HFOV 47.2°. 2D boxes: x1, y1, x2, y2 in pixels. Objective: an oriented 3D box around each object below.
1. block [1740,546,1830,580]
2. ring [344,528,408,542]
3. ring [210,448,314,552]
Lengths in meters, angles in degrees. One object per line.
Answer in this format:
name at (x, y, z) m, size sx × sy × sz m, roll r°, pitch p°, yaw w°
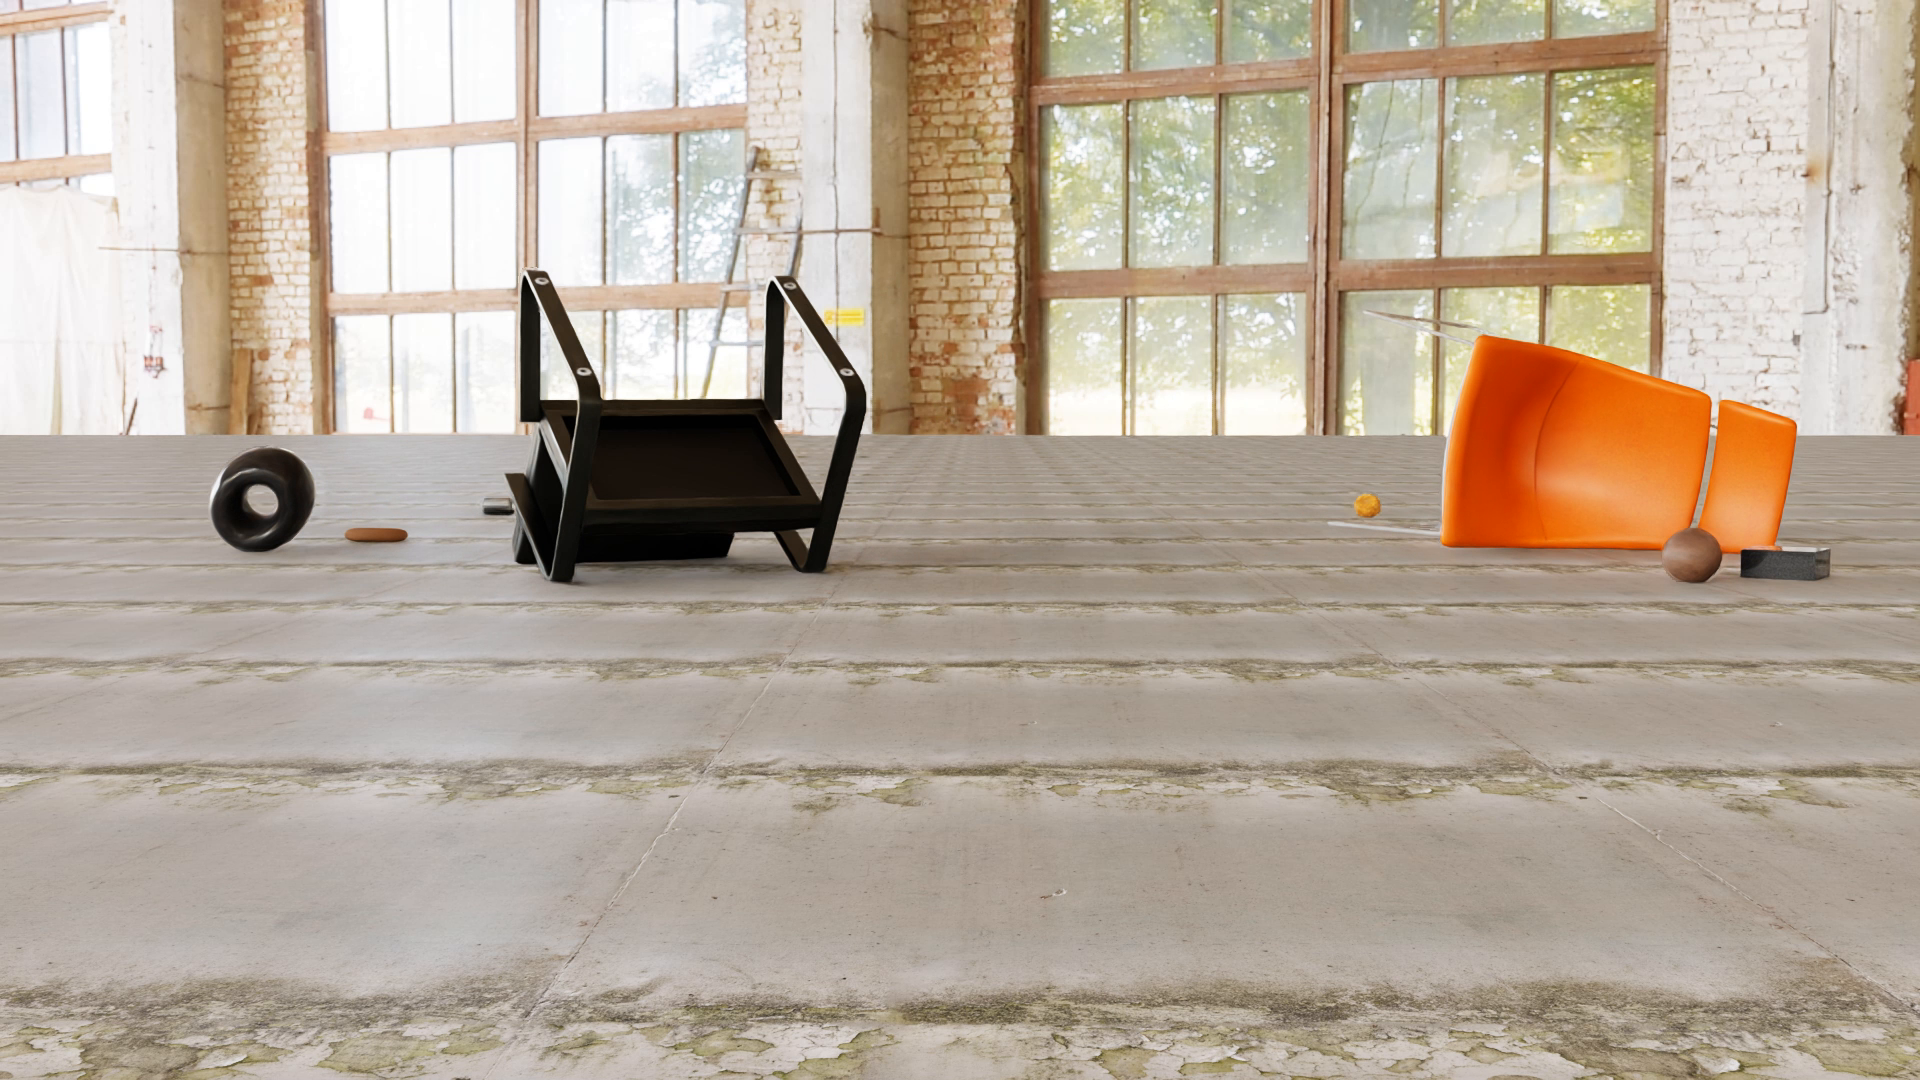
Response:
block at (1.972, 0.055, 5.253) m, size 0.169 × 0.068 × 0.150 m, roll 3°, pitch 5°, yaw 34°
ring at (-1.724, -0.015, 6.492) m, size 0.185 × 0.038 × 0.115 m, roll 1°, pitch 3°, yaw -1°
ring at (-1.927, -0.111, 6.078) m, size 0.265 × 0.311 × 0.169 m, roll 38°, pitch 15°, yaw -12°
